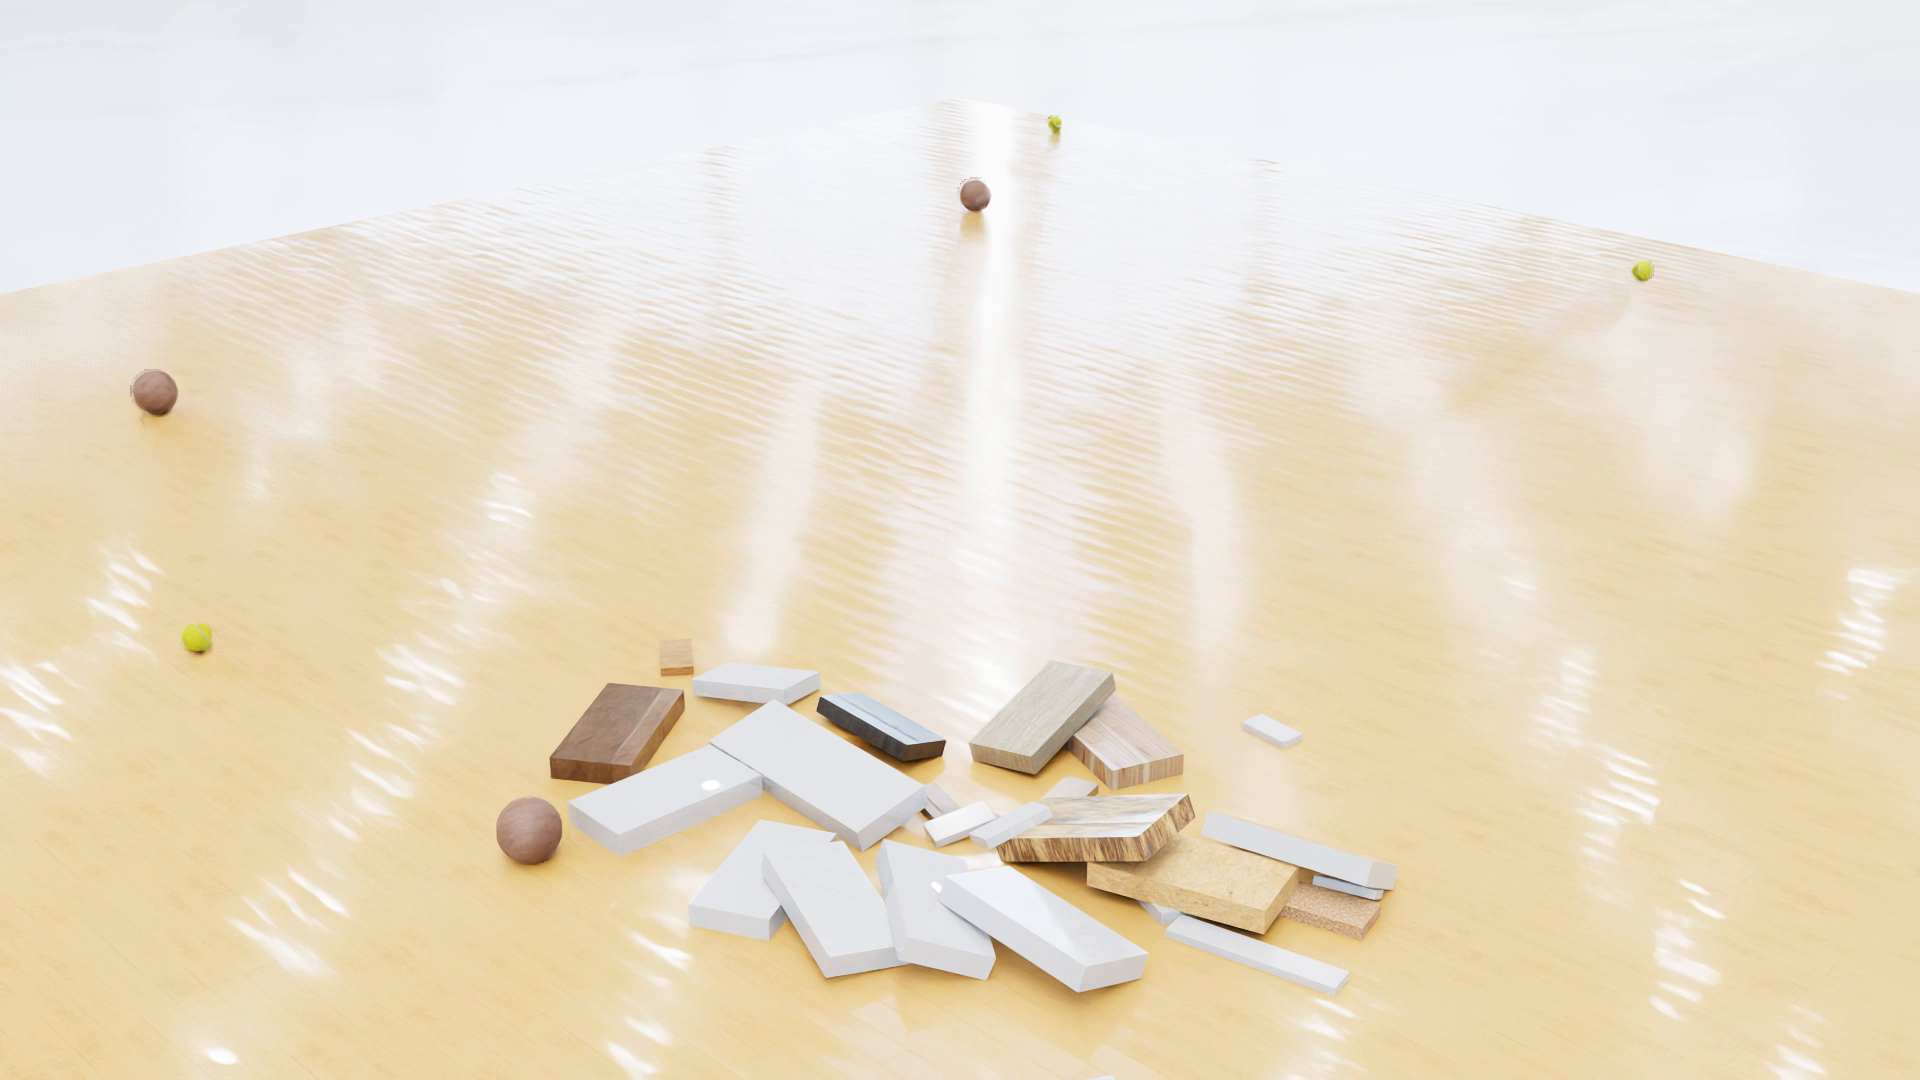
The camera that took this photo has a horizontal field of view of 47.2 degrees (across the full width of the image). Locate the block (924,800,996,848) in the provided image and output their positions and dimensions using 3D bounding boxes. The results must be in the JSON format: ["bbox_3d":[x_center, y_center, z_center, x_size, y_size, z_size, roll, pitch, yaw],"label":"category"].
[{"bbox_3d":[0.000,0.565,4.369,0.131,0.019,0.066,-19,32,-16],"label":"block"}]

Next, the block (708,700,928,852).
[{"bbox_3d":[-0.297,0.477,4.521,0.176,0.050,0.501,-32,37,-30],"label":"block"}]

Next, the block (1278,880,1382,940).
[{"bbox_3d":[0.678,0.687,4.106,0.190,0.027,0.095,13,26,28],"label":"block"}]

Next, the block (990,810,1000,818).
[{"bbox_3d":[0.062,0.571,4.391,0.131,0.019,0.066,20,30,39],"label":"block"}]

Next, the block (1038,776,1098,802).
[{"bbox_3d":[0.216,0.530,4.485,0.074,0.021,0.148,13,26,28],"label":"block"}]

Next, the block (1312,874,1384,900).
[{"bbox_3d":[0.734,0.656,4.159,0.121,0.017,0.061,11,-2,24],"label":"block"}]

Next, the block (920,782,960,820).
[{"bbox_3d":[-0.051,0.537,4.471,0.066,0.019,0.131,-11,25,-24],"label":"block"}]

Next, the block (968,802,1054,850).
[{"bbox_3d":[0.099,0.555,4.282,0.149,0.021,0.074,-24,13,-23],"label":"block"}]

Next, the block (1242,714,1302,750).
[{"bbox_3d":[0.676,0.414,4.763,0.061,0.017,0.121,-18,29,-36],"label":"block"}]

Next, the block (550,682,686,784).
[{"bbox_3d":[-0.731,0.414,4.721,0.176,0.050,0.353,5,23,11],"label":"block"}]

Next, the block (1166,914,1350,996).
[{"bbox_3d":[0.535,0.749,3.975,0.338,0.017,0.061,15,27,31],"label":"block"}]

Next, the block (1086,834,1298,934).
[{"bbox_3d":[0.438,0.631,4.140,0.355,0.050,0.177,12,26,26],"label":"block"}]

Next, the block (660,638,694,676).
[{"bbox_3d":[-0.657,0.272,5.093,0.074,0.021,0.149,-3,23,-8],"label":"block"}]

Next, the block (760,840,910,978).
[{"bbox_3d":[-0.230,0.674,4.040,0.162,0.046,0.325,-4,29,-27],"label":"block"}]

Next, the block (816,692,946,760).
[{"bbox_3d":[-0.169,0.397,4.702,0.261,0.037,0.130,26,17,36],"label":"block"}]

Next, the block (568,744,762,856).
[{"bbox_3d":[-0.595,0.525,4.460,0.353,0.050,0.176,-20,30,-39],"label":"block"}]

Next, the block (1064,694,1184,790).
[{"bbox_3d":[0.302,0.408,4.737,0.169,0.048,0.418,-10,25,-23],"label":"block"}]

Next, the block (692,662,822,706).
[{"bbox_3d":[-0.454,0.319,4.892,0.261,0.037,0.130,3,16,33],"label":"block"}]

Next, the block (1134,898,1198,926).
[{"bbox_3d":[0.377,0.662,4.166,0.095,0.027,0.190,-10,25,-22],"label":"block"}]

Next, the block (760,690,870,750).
[{"bbox_3d":[-0.317,0.396,4.780,0.131,0.037,0.261,-13,26,-28],"label":"block"}]

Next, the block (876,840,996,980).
[{"bbox_3d":[-0.049,0.674,4.037,0.169,0.048,0.338,16,19,-16],"label":"block"}]

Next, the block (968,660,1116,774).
[{"bbox_3d":[0.179,0.376,4.710,0.162,0.046,0.325,9,35,36],"label":"block"}]

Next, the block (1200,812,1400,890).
[{"bbox_3d":[0.649,0.593,4.201,0.338,0.048,0.169,14,-3,30],"label":"block"}]

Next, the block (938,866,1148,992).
[{"bbox_3d":[0.147,0.696,3.961,0.355,0.050,0.177,26,17,40],"label":"block"}]

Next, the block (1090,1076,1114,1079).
[{"bbox_3d":[0.231,0.933,3.526,0.095,0.027,0.190,-7,24,-15],"label":"block"}]

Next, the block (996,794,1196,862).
[{"bbox_3d":[0.256,0.553,4.224,0.355,0.050,0.177,-8,16,42],"label":"block"}]

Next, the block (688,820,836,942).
[{"bbox_3d":[-0.372,0.643,4.186,0.162,0.046,0.325,8,24,18],"label":"block"}]
